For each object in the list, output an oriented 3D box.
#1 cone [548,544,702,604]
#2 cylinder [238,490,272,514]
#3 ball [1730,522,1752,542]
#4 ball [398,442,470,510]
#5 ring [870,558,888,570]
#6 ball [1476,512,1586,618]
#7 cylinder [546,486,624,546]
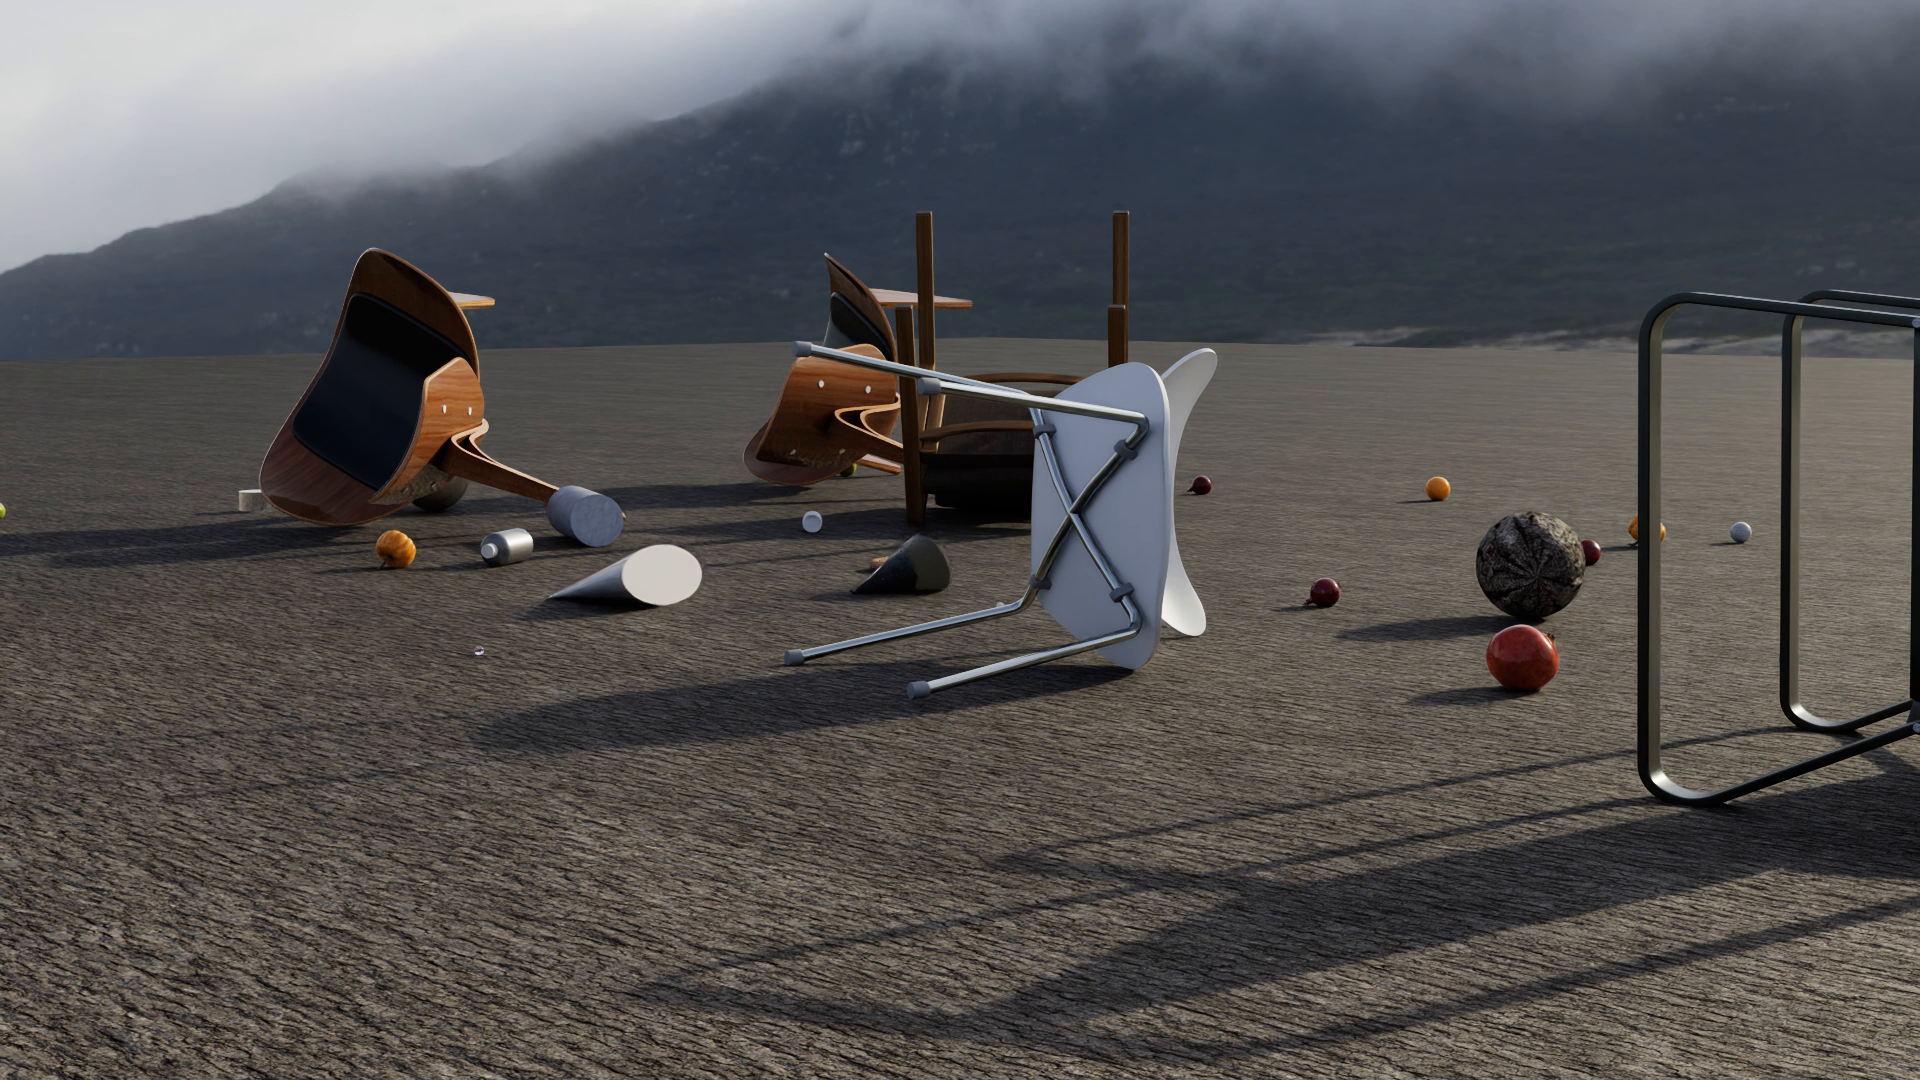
[{"bbox_3d":[-0.721,0.095,5.200,0.276,0.122,0.330,-11,-2,22],"label":"cone"},{"bbox_3d":[-1.973,-0.108,7.185,0.090,0.057,0.094,1,6,14],"label":"cylinder"},{"bbox_3d":[1.932,-0.019,6.348,0.051,0.051,0.051,0,6,0],"label":"ball"},{"bbox_3d":[-1.476,-0.178,7.199,0.193,0.193,0.193,0,6,0],"label":"ball"},{"bbox_3d":[-0.160,0.055,5.757,0.086,0.024,0.116,0,6,5],"label":"ring"},{"bbox_3d":[1.097,0.048,4.934,0.207,0.207,0.207,0,6,0],"label":"ball"},{"bbox_3d":[-0.933,-0.061,6.377,0.132,0.128,0.282,27,-4,-21],"label":"cylinder"}]
